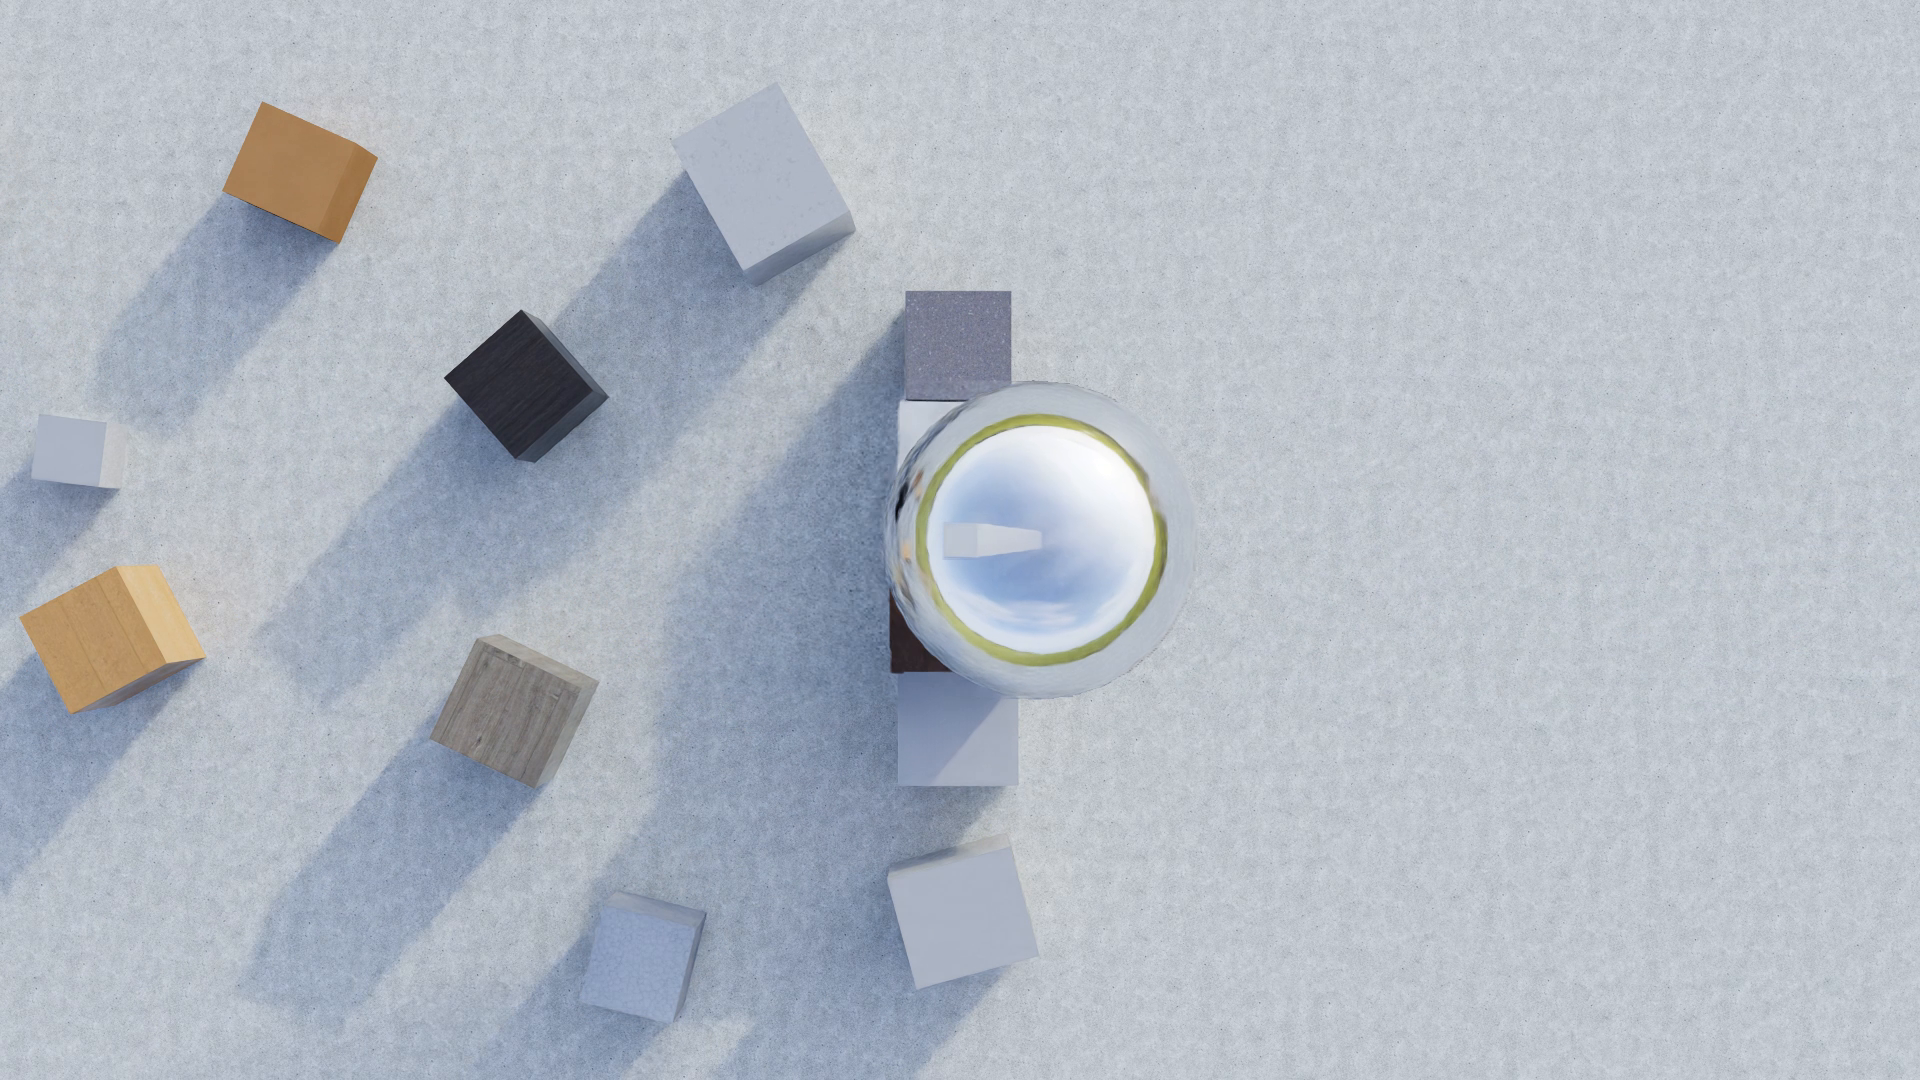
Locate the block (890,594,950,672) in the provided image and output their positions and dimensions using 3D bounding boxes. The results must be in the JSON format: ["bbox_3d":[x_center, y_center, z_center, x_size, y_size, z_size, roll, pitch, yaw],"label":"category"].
[{"bbox_3d":[-0.004,0.318,12.579,0.764,0.842,0.827,-1,90,0],"label":"block"}]

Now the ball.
[{"bbox_3d":[0.402,0.000,11.146,1.600,1.600,1.600,0,90,0],"label":"ball"}]

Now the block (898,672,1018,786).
[{"bbox_3d":[-0.010,1.064,12.717,0.682,0.565,0.651,0,90,0],"label":"block"}]

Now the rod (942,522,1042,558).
[{"bbox_3d":[0.174,0.000,7.754,0.080,5.200,0.080,0,90,4],"label":"rod"}]

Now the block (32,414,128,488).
[{"bbox_3d":[-5.133,-0.516,12.833,0.394,0.334,0.375,7,90,0],"label":"block"}]

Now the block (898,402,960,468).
[{"bbox_3d":[-0.014,-0.440,12.663,0.663,0.674,0.666,1,90,0],"label":"block"}]

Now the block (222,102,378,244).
[{"bbox_3d":[-3.823,-2.126,12.767,0.590,0.467,0.560,24,90,0],"label":"block"}]

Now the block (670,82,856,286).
[{"bbox_3d":[-1.111,-2.022,12.610,0.683,0.779,0.825,-29,90,0],"label":"block"}]

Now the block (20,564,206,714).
[{"bbox_3d":[-4.869,0.563,12.674,0.615,0.651,0.618,-28,90,0],"label":"block"}]

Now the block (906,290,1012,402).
[{"bbox_3d":[-0.009,-1.094,12.666,0.595,0.667,0.607,0,90,0],"label":"block"}]

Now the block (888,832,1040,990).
[{"bbox_3d":[0.018,2.127,12.688,0.717,0.623,0.637,-15,90,0],"label":"block"}]

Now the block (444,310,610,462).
[{"bbox_3d":[-2.494,-0.880,12.707,0.585,0.587,0.614,-41,90,0],"label":"block"}]

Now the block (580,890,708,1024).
[{"bbox_3d":[-1.826,2.407,12.733,0.543,0.533,0.563,14,90,0],"label":"block"}]

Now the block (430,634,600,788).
[{"bbox_3d":[-2.561,0.978,12.697,0.658,0.607,0.626,25,90,0],"label":"block"}]
